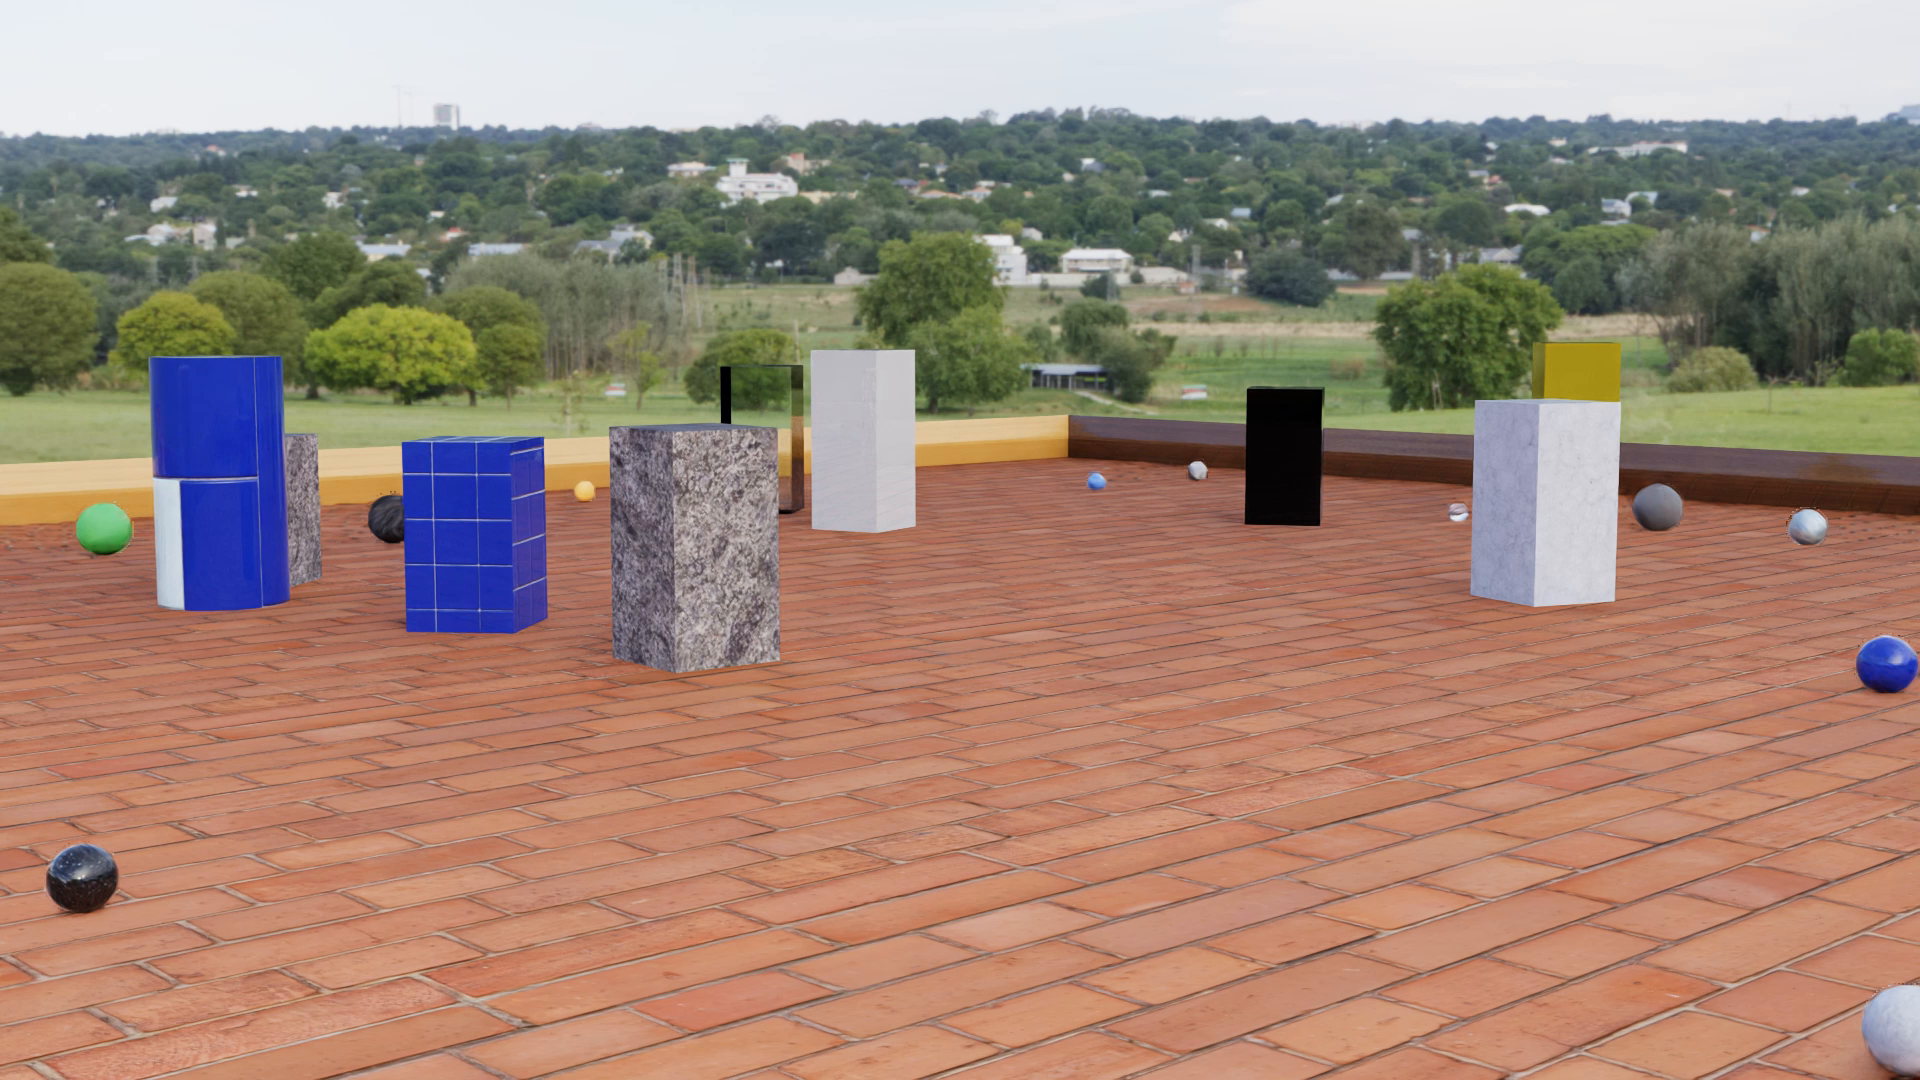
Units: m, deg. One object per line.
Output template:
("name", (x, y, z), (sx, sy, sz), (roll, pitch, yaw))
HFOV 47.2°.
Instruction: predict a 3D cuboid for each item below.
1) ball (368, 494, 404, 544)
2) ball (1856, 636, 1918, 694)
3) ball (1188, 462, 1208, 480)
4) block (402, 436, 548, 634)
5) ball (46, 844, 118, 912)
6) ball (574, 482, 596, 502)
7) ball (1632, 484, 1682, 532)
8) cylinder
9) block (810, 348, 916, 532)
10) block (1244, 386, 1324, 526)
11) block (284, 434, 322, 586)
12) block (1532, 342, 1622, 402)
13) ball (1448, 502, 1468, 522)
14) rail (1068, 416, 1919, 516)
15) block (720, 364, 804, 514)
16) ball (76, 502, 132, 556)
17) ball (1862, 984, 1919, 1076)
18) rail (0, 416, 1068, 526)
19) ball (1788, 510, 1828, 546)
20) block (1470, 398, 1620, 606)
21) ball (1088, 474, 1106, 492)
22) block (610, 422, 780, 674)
("ball", (-1.078, -0.040, 4.182), (0.093, 0.093, 0.093), (0, 6, 0))
("ball", (1.075, 0.145, 2.549), (0.067, 0.067, 0.067), (0, 6, 0))
("ball", (0.615, -0.179, 5.694), (0.052, 0.052, 0.052), (0, 6, 0))
("block", (-0.680, -0.011, 3.092), (0.153, 0.262, 0.153), (1, 6, 7))
("ball", (-0.649, 0.250, 1.626), (0.050, 0.050, 0.050), (0, 6, 0))
("ball", (-0.866, -0.112, 5.073), (0.048, 0.048, 0.048), (0, 6, 0))
("ball", (1.396, -0.065, 4.400), (0.096, 0.096, 0.096), (0, 6, 0))
("cylinder", (-1.117, -0.090, 3.322), (0.191, 0.373, 0.191), (0, 6, 0))
("block", (-0.196, -0.205, 4.462), (0.153, 0.361, 0.153), (3, 7, 29))
("block", (0.678, -0.177, 4.588), (0.153, 0.280, 0.153), (1, 6, 11))
("block", (-1.144, -0.049, 3.566), (0.153, 0.240, 0.153), (1, 6, 8))
("block", (1.294, -0.229, 4.637), (0.153, 0.373, 0.153), (1, 6, 5))
("ball", (1.043, -0.058, 4.603), (0.040, 0.040, 0.040), (0, 6, 0))
("rail", (1.803, -0.142, 4.986), (0.045, 0.124, 4.408), (-6, 8, -42))
("block", (-0.434, -0.224, 4.841), (0.153, 0.319, 0.153), (1, 6, 7))
("ball", (-1.547, -0.020, 3.975), (0.095, 0.095, 0.095), (0, 6, 0))
("ball", (0.554, 0.286, 1.280), (0.052, 0.052, 0.052), (0, 6, 0))
("rail", (-1.479, -0.135, 4.926), (4.953, 0.124, 0.045), (-6, 8, -42))
("ball", (1.595, -0.023, 4.136), (0.068, 0.068, 0.068), (0, 6, 0))
("block", (0.898, -0.061, 3.378), (0.153, 0.303, 0.153), (-3, 7, -24))
("ball", (0.334, -0.141, 5.369), (0.044, 0.044, 0.044), (0, 6, 0))
("block", (-0.336, 0.005, 2.784), (0.153, 0.296, 0.153), (-5, 8, -39))
